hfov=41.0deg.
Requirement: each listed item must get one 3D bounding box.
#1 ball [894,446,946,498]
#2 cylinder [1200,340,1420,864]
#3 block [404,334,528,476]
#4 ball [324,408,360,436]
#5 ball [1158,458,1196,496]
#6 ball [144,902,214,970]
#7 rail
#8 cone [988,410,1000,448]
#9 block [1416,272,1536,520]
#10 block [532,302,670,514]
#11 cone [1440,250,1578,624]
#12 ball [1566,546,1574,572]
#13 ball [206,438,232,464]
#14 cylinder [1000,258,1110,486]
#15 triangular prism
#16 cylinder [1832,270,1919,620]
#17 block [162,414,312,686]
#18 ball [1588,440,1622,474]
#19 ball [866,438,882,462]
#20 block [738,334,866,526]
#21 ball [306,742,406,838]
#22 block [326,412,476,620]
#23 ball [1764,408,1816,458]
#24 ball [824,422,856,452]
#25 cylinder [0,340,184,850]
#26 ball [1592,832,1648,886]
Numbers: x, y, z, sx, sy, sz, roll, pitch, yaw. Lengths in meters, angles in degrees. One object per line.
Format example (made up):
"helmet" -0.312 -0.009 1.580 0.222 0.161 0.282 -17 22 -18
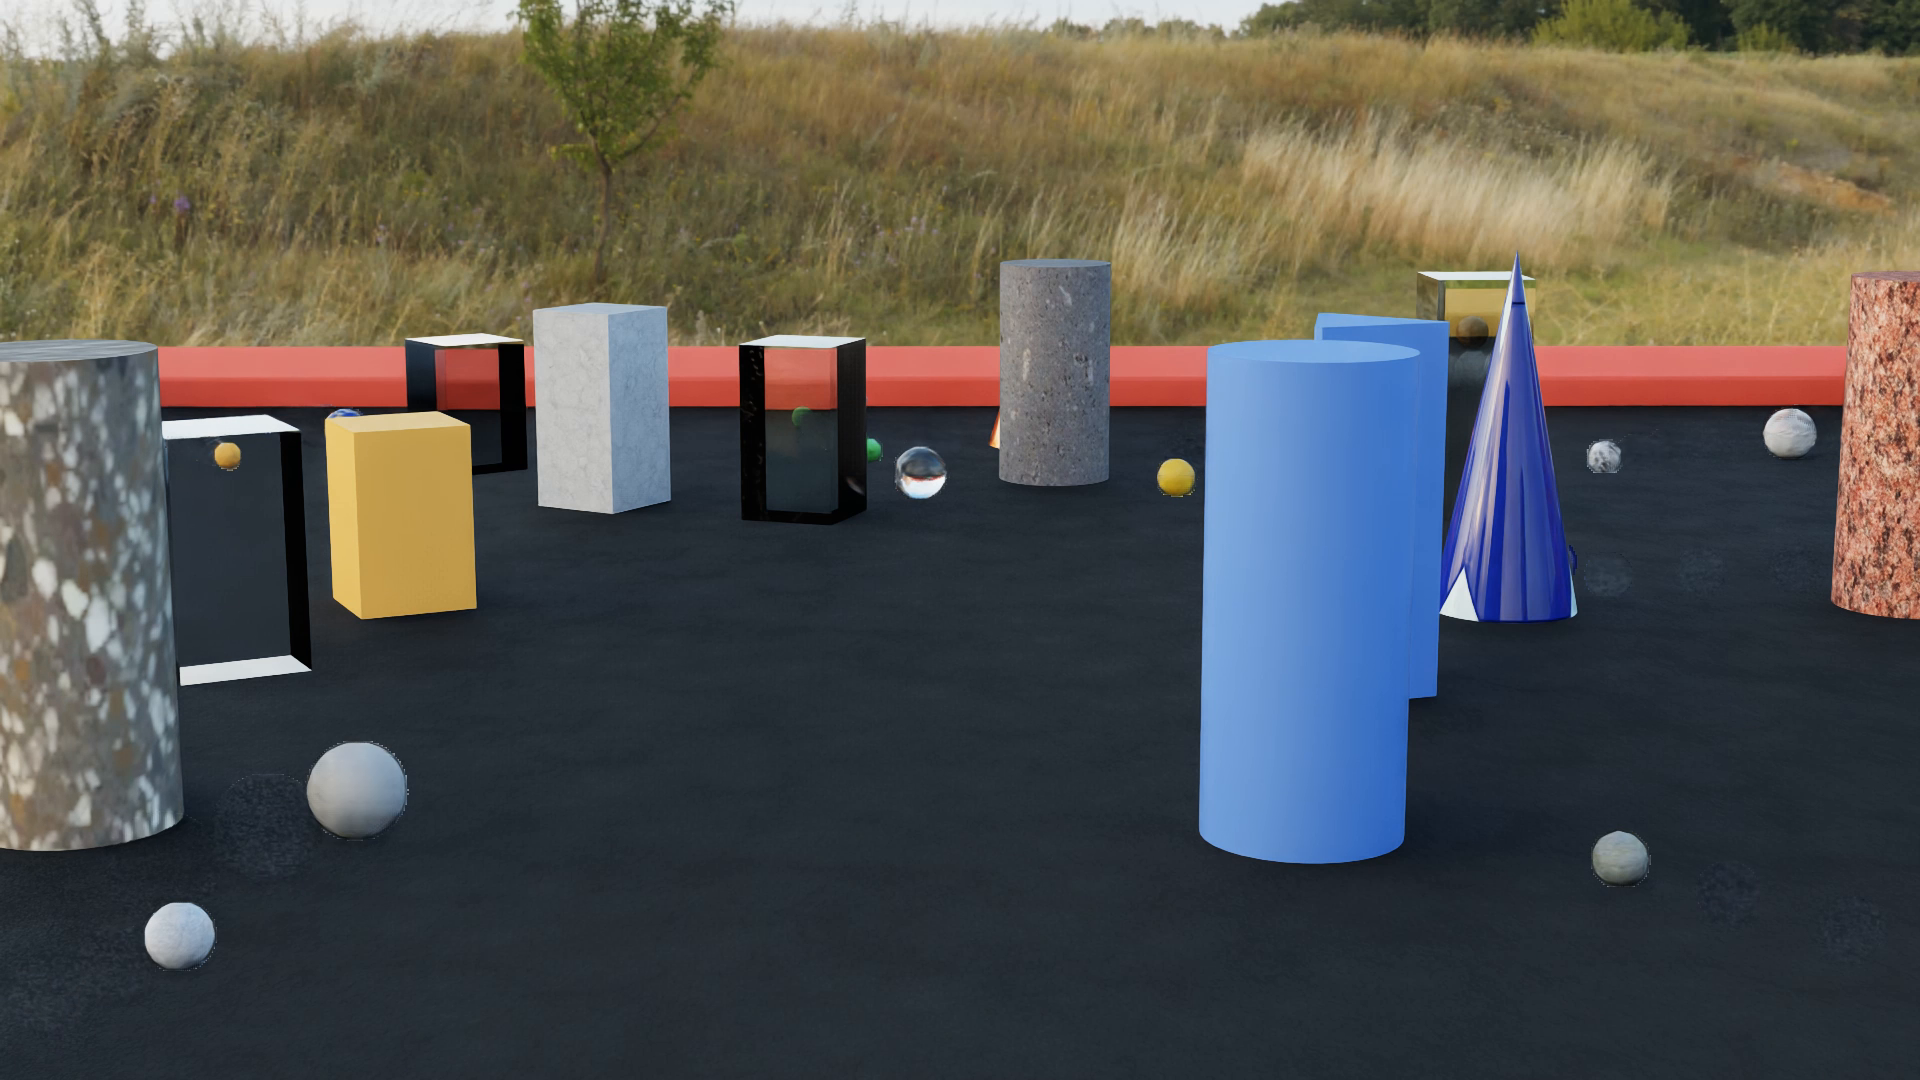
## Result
"ball" -0.068 -0.114 4.352 0.089 0.089 0.089 0 11 0
"cylinder" 0.328 0.053 2.423 0.196 0.464 0.196 0 11 0
"block" -0.898 -0.247 4.667 0.157 0.236 0.157 -8 13 -38
"ball" -1.175 -0.211 4.903 0.079 0.079 0.079 0 11 0
"ball" 0.369 -0.107 4.382 0.065 0.065 0.065 0 11 0
"ball" -0.636 0.323 2.090 0.055 0.055 0.055 0 11 0
"rail" -0.012 -0.349 5.507 3.926 0.127 0.045 0 11 0
"cone" 0.152 -0.337 4.965 0.196 0.304 0.196 0 11 0
"block" 0.836 -0.237 4.193 0.157 0.389 0.157 0 11 -2
"block" -0.597 -0.223 4.287 0.157 0.327 0.157 6 12 30
"cone" 0.737 -0.146 3.438 0.196 0.486 0.196 0 11 0
"ball" 0.822 0.031 3.557 0.058 0.058 0.058 0 11 0
"ball" -1.368 -0.165 4.739 0.048 0.048 0.048 0 11 0
"cylinder" 0.168 -0.300 4.552 0.196 0.382 0.196 0 11 0
"triangular prism" 0.454 -0.041 3.001 0.170 0.437 0.147 -4 11 -20
"cylinder" 1.293 -0.132 3.465 0.196 0.447 0.196 0 11 0
"block" -0.896 0.008 3.125 0.157 0.295 0.157 -6 12 -29
"ball" 1.163 -0.149 4.625 0.059 0.059 0.059 0 11 0
"ball" -0.168 -0.167 4.758 0.044 0.044 0.044 0 11 0
"block" -0.254 -0.182 4.177 0.157 0.285 0.157 4 11 19
"ball" -0.575 0.238 2.444 0.092 0.092 0.092 0 11 0
"block" -0.761 -0.037 3.492 0.157 0.251 0.157 -5 12 -27
"ball" 1.551 -0.199 4.796 0.094 0.094 0.094 0 11 0
"ball" -0.229 -0.197 4.881 0.059 0.059 0.059 0 11 0
"cylinder" -0.859 0.047 2.461 0.196 0.461 0.196 0 11 0
"ball" 0.592 0.286 2.303 0.049 0.049 0.049 0 11 0
